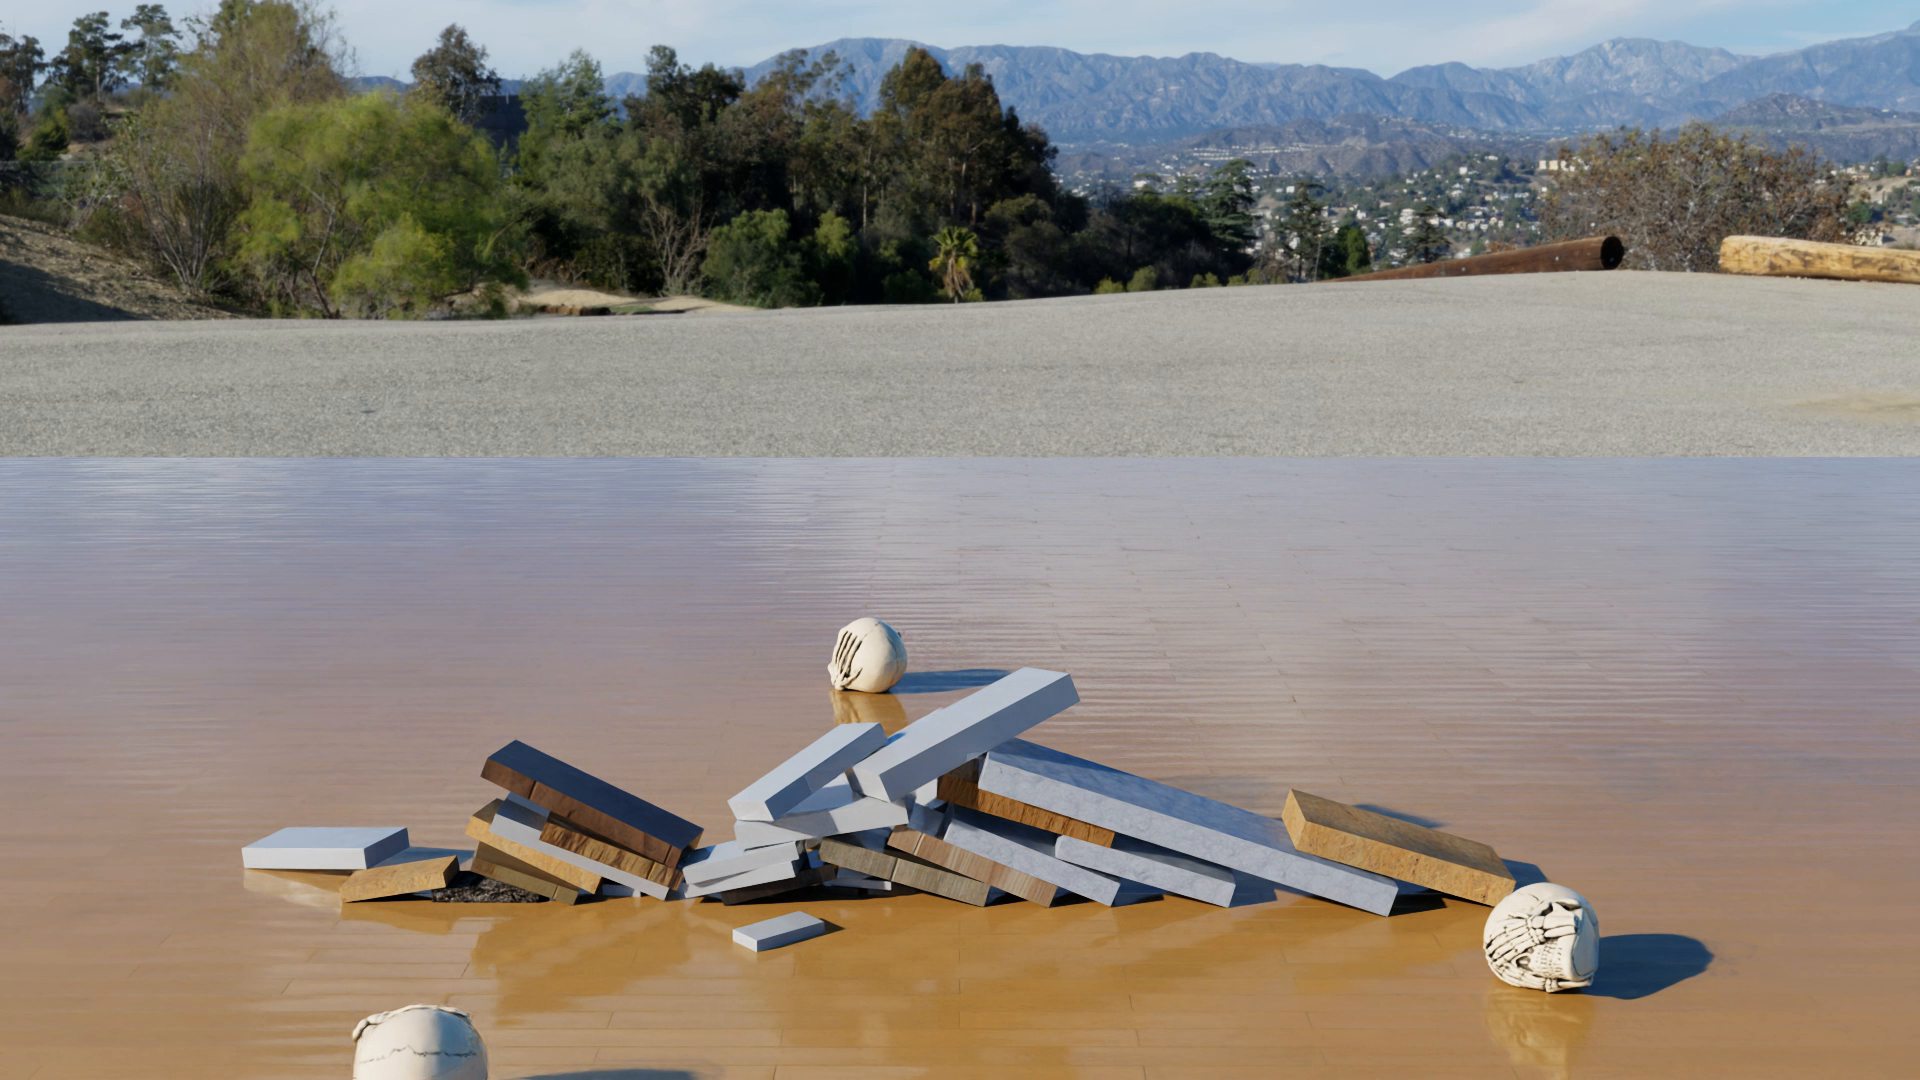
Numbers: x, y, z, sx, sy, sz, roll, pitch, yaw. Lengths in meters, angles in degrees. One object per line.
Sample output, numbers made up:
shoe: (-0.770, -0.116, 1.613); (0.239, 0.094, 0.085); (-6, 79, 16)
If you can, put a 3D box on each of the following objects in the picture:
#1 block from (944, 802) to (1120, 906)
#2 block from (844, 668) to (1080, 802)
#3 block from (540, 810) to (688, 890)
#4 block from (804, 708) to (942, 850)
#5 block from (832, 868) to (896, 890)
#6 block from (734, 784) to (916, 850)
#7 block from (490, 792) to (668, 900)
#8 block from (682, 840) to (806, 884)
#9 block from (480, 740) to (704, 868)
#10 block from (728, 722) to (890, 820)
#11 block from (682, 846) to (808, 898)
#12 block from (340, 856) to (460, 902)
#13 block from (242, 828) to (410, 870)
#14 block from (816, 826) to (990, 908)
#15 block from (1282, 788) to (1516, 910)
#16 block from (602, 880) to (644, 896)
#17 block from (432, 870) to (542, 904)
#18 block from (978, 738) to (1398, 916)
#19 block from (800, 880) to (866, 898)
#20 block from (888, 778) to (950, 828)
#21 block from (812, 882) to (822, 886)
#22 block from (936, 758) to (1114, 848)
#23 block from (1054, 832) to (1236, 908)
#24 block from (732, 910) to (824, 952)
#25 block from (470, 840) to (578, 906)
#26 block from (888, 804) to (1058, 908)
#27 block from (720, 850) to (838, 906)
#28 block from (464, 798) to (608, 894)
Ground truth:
block: (0.119, 0.513, 3.661); (0.295, 0.042, 0.148); (22, 10, -4)
block: (0.000, 0.318, 3.641); (0.369, 0.050, 0.178); (-26, 10, -21)
block: (-0.569, 0.501, 3.640); (0.239, 0.034, 0.120); (22, 12, -7)
block: (-0.153, 0.429, 3.979); (0.356, 0.050, 0.178); (-28, 15, -12)
block: (-0.158, 0.566, 3.678); (0.103, 0.015, 0.051); (3, 11, 13)
block: (-0.220, 0.449, 3.643); (0.284, 0.040, 0.142); (-10, 10, 6)
block: (-0.623, 0.508, 3.672); (0.308, 0.034, 0.120); (22, 12, -4)
block: (-0.355, 0.519, 3.626); (0.191, 0.027, 0.095); (-14, 10, 5)
block: (-0.611, 0.439, 3.667); (0.359, 0.036, 0.126); (24, 12, 6)
block: (-0.250, 0.381, 3.629); (0.252, 0.036, 0.126); (-33, 13, -32)
block: (-0.355, 0.545, 3.637); (0.191, 0.027, 0.095); (-13, 10, 11)
block: (-0.932, 0.564, 3.660); (0.176, 0.025, 0.088); (-9, 10, 4)
block: (-1.097, 0.532, 3.805); (0.252, 0.036, 0.126); (-3, 9, 21)
block: (-0.091, 0.530, 3.665); (0.284, 0.040, 0.142); (16, 10, -2)
block: (0.727, 0.514, 3.668); (0.360, 0.051, 0.180); (16, 10, -2)
block: (-0.552, 0.571, 3.720); (0.065, 0.018, 0.131); (2, 11, 9)
block: (-0.782, 0.578, 3.666); (0.176, 0.025, 0.088); (0, 11, 1)
block: (0.370, 0.464, 3.626); (0.697, 0.051, 0.180); (18, 10, -3)
block: (-0.211, 0.579, 3.688); (0.103, 0.015, 0.051); (3, 11, 16)
block: (-0.109, 0.472, 3.956); (0.180, 0.051, 0.360); (-27, 14, -6)
block: (-0.261, 0.562, 3.689); (0.103, 0.015, 0.051); (-7, 13, 42)
block: (0.109, 0.428, 3.646); (0.295, 0.042, 0.148); (16, 10, -3)
block: (0.305, 0.528, 3.664); (0.295, 0.042, 0.148); (16, 10, -2)
block: (-0.286, 0.617, 3.472); (0.131, 0.018, 0.065); (-9, 14, -40)
block: (-0.717, 0.548, 3.634); (0.176, 0.025, 0.088); (21, 10, -12)
block: (0.022, 0.518, 3.659); (0.284, 0.040, 0.142); (22, 10, -3)
block: (-0.297, 0.556, 3.649); (0.191, 0.027, 0.095); (-14, 10, 3)
block: (-0.697, 0.512, 3.692); (0.239, 0.034, 0.120); (24, 10, 5)
